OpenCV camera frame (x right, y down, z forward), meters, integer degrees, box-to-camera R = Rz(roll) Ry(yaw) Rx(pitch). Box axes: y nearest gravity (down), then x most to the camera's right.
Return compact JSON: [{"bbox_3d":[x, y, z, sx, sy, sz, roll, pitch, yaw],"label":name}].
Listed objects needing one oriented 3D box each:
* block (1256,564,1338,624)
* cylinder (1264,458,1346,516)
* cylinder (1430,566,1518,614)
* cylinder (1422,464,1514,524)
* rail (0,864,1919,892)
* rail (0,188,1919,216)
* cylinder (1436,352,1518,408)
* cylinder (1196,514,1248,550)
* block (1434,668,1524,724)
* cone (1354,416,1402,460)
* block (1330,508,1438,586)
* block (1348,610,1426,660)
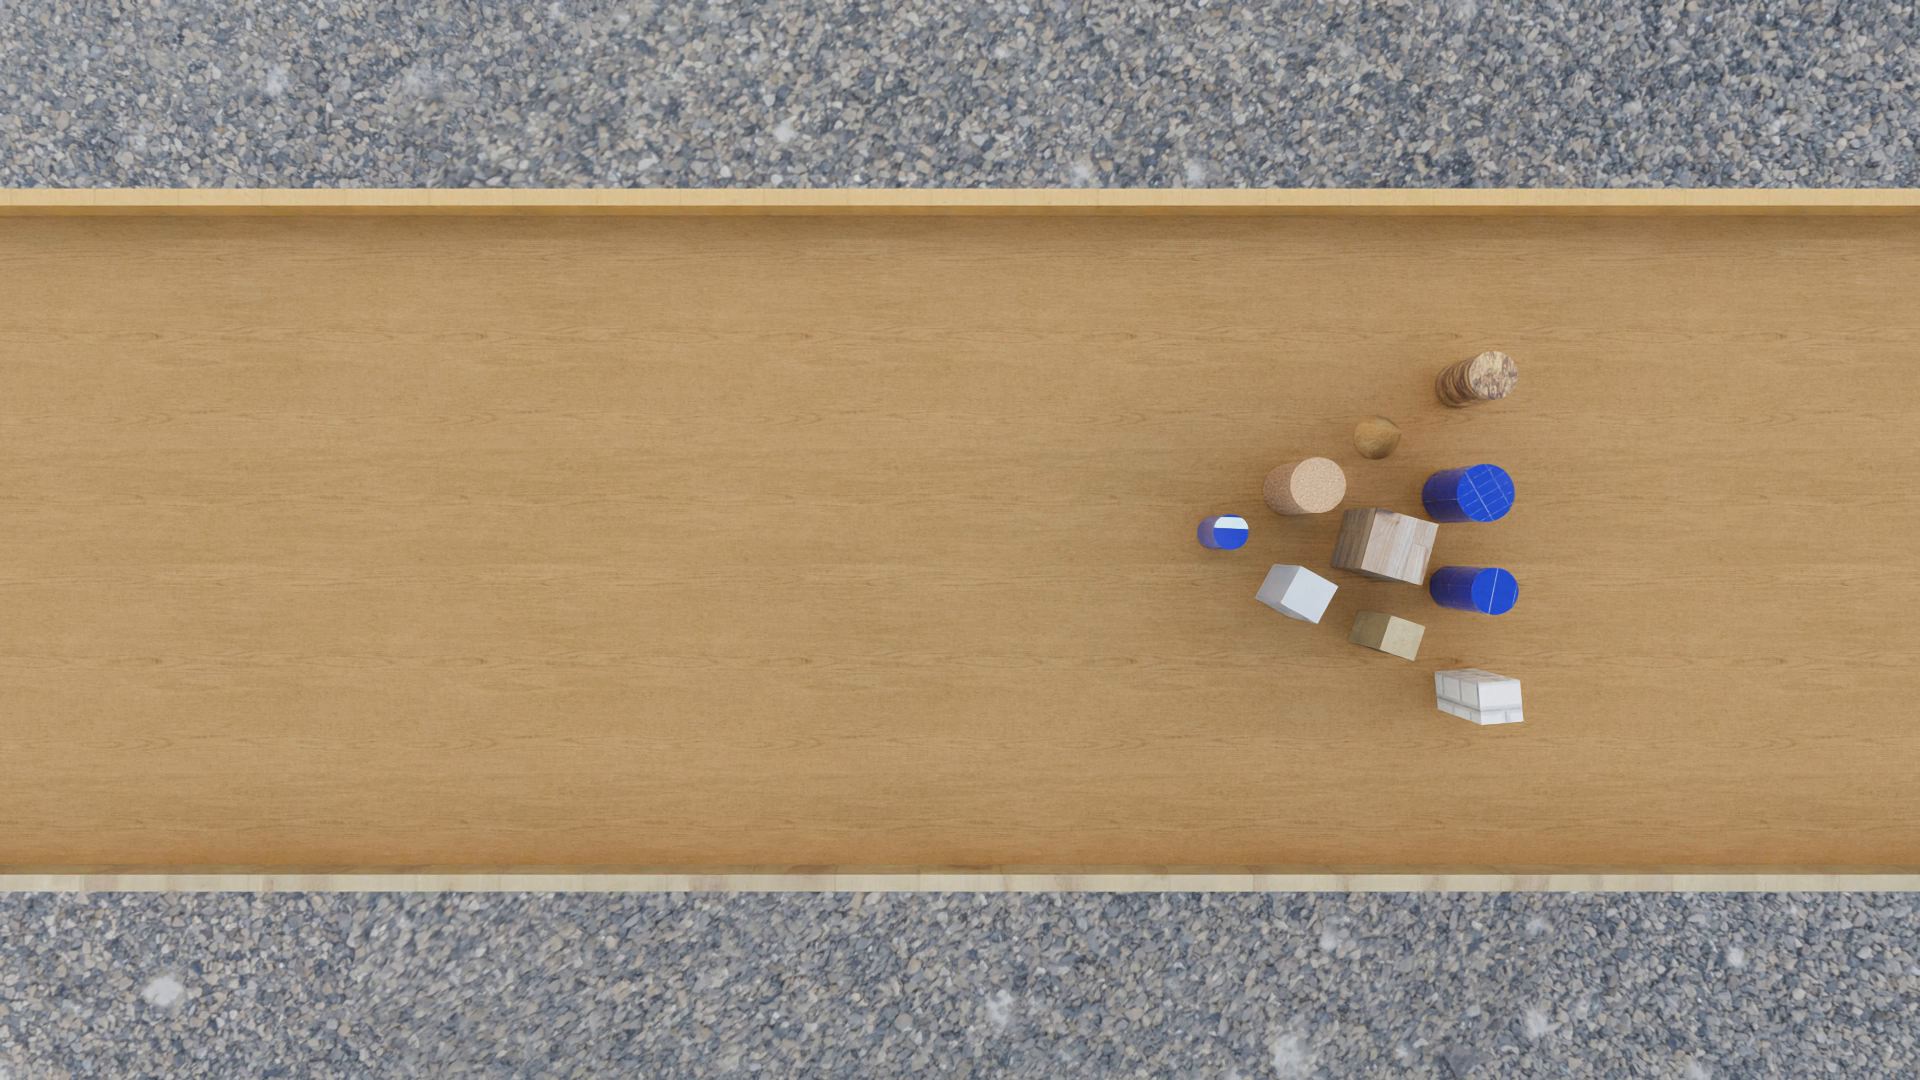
[{"bbox_3d":[0.988,0.155,4.872,0.120,0.410,0.120,29,90,0],"label":"block"},{"bbox_3d":[1.012,-0.155,4.869,0.158,0.416,0.158,0,90,0],"label":"cylinder"},{"bbox_3d":[1.511,0.145,4.868,0.133,0.417,0.133,0,90,0],"label":"cylinder"},{"bbox_3d":[1.504,-0.135,4.898,0.166,0.357,0.166,0,90,0],"label":"cylinder"},{"bbox_3d":[-2.247,1.025,5.001,12.000,0.150,0.050,0,90,0],"label":"rail"},{"bbox_3d":[-2.247,-1.025,5.002,12.000,0.150,0.050,0,90,0],"label":"rail"},{"bbox_3d":[1.532,-0.473,4.906,0.139,0.341,0.139,0,90,0],"label":"cylinder"},{"bbox_3d":[0.780,-0.023,4.912,0.102,0.328,0.102,0,90,0],"label":"cylinder"},{"bbox_3d":[1.524,0.457,4.862,0.117,0.430,0.117,-5,90,0],"label":"block"},{"bbox_3d":[1.281,-0.316,4.924,0.136,0.306,0.136,0,90,0],"label":"cone"},{"bbox_3d":[1.249,0.018,4.881,0.180,0.392,0.180,15,90,0],"label":"block"},{"bbox_3d":[1.259,0.279,4.883,0.103,0.386,0.103,19,90,0],"label":"block"}]
